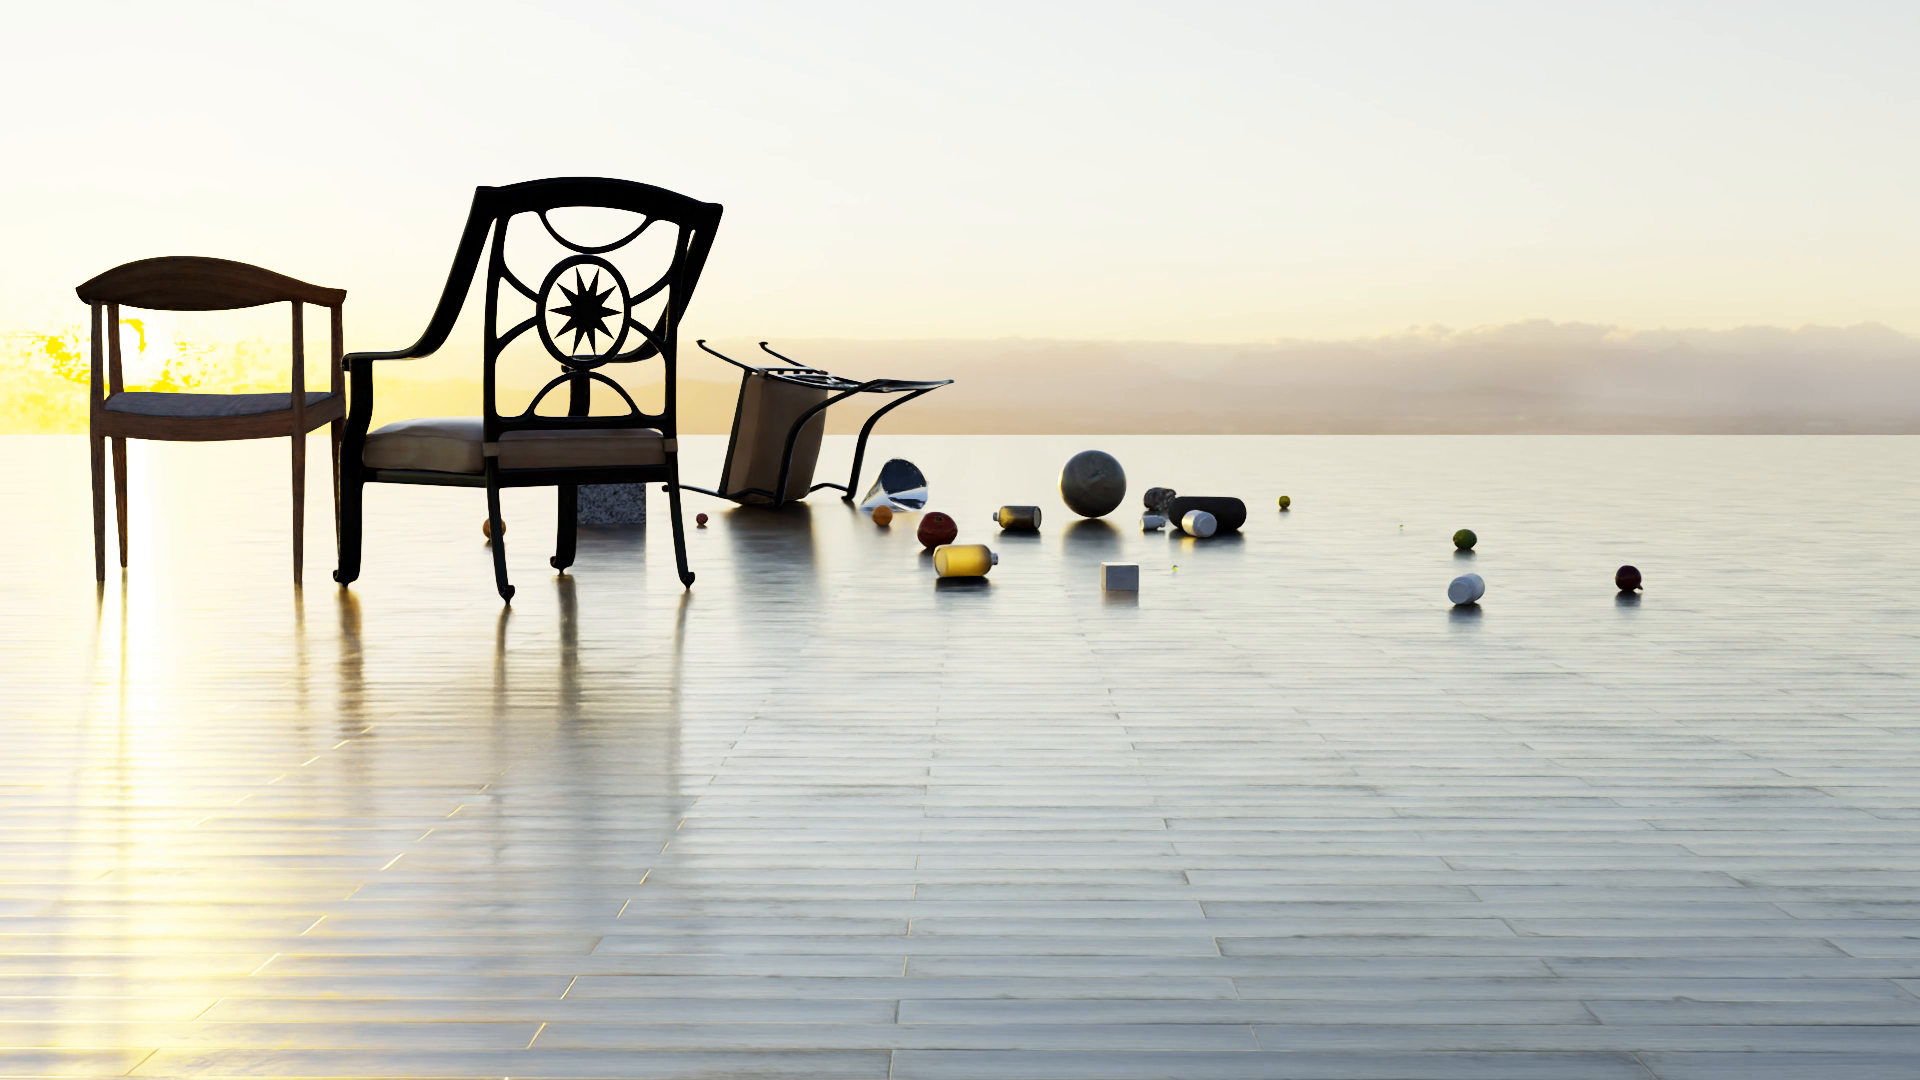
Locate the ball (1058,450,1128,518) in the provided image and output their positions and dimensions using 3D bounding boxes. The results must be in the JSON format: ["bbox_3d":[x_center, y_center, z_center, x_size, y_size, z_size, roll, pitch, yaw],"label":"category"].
[{"bbox_3d":[0.462,-0.196,7.656,0.239,0.239,0.239,0,4,0],"label":"ball"}]

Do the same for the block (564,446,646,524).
[{"bbox_3d":[-1.208,-0.189,7.473,0.263,0.250,0.269,-1,4,-12],"label":"block"}]

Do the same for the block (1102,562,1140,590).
[{"bbox_3d":[0.360,0.081,4.954,0.075,0.056,0.068,0,4,-5],"label":"block"}]

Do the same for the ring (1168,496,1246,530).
[{"bbox_3d":[0.796,-0.088,7.086,0.217,0.103,0.296,-1,3,-34],"label":"ring"}]

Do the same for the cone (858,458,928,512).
[{"bbox_3d":[-0.293,-0.160,8.160,0.225,0.203,0.286,23,-31,-33],"label":"cone"}]
